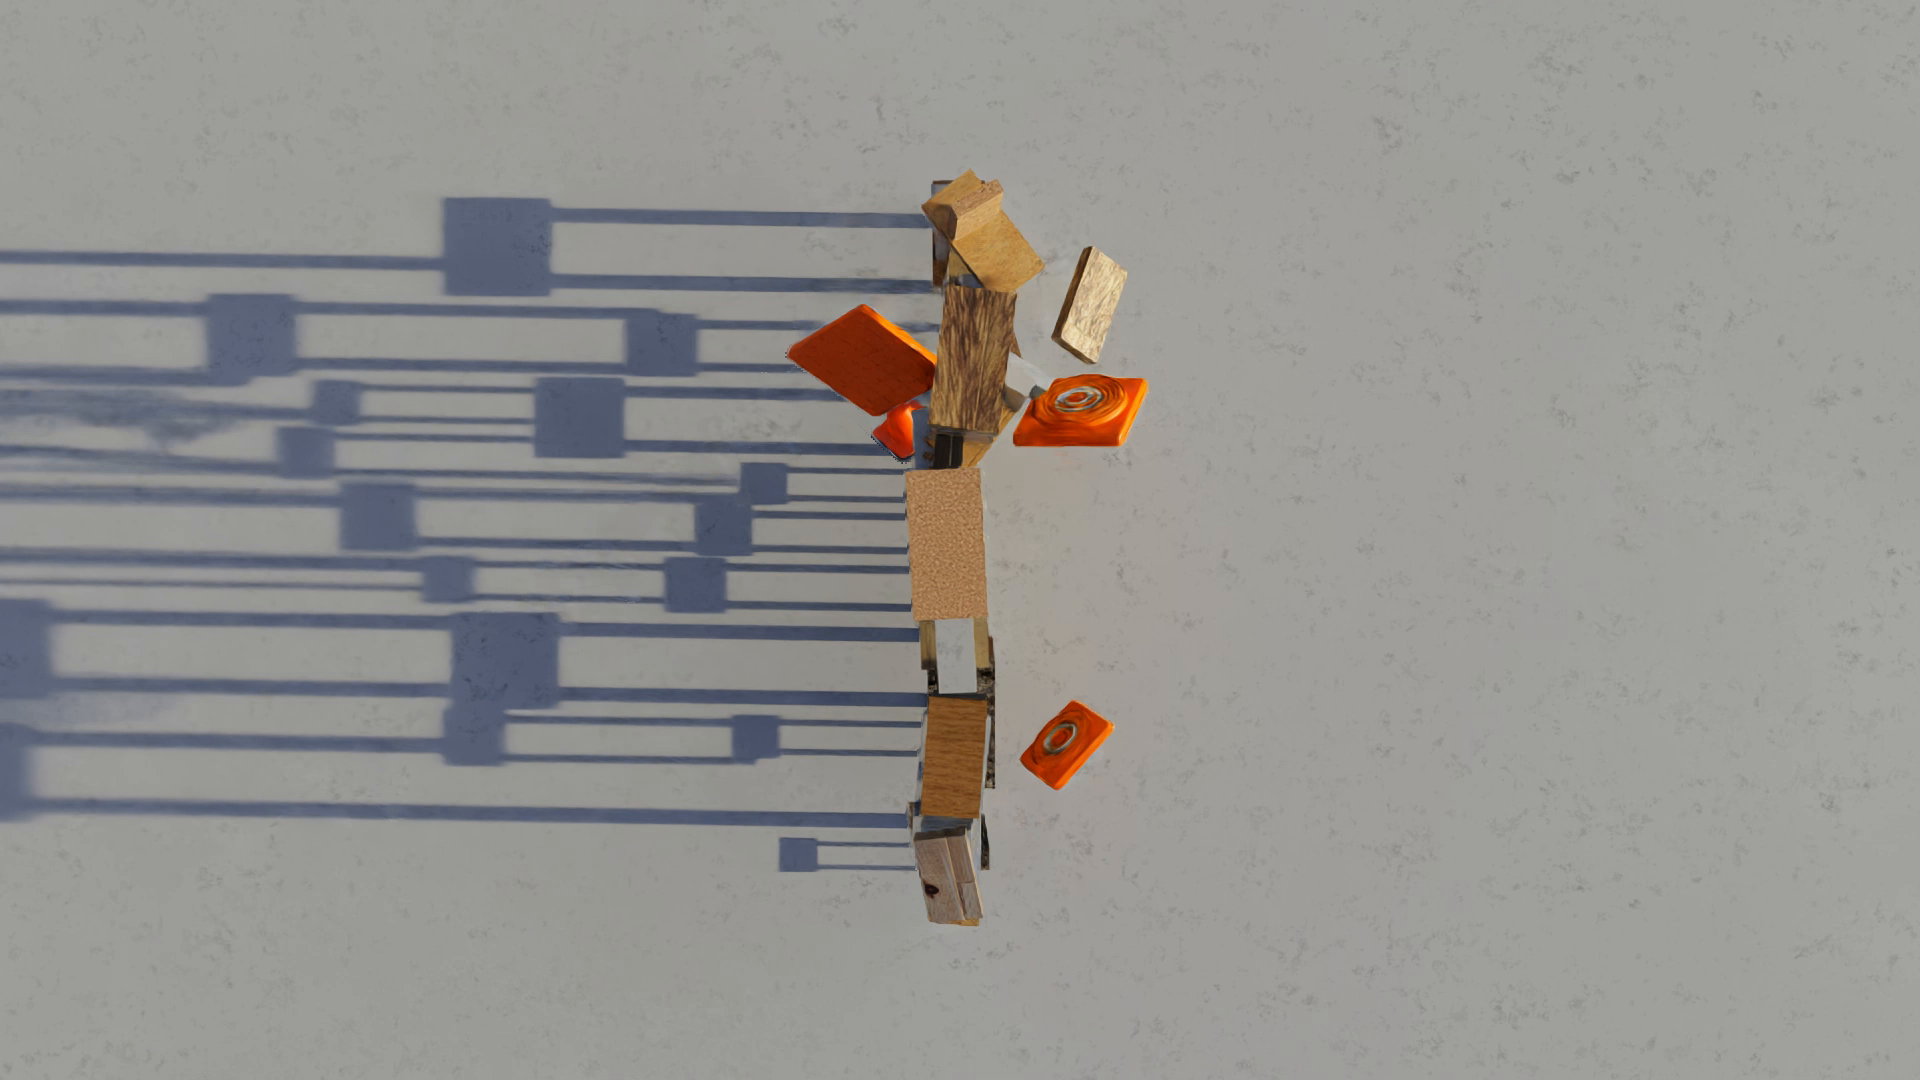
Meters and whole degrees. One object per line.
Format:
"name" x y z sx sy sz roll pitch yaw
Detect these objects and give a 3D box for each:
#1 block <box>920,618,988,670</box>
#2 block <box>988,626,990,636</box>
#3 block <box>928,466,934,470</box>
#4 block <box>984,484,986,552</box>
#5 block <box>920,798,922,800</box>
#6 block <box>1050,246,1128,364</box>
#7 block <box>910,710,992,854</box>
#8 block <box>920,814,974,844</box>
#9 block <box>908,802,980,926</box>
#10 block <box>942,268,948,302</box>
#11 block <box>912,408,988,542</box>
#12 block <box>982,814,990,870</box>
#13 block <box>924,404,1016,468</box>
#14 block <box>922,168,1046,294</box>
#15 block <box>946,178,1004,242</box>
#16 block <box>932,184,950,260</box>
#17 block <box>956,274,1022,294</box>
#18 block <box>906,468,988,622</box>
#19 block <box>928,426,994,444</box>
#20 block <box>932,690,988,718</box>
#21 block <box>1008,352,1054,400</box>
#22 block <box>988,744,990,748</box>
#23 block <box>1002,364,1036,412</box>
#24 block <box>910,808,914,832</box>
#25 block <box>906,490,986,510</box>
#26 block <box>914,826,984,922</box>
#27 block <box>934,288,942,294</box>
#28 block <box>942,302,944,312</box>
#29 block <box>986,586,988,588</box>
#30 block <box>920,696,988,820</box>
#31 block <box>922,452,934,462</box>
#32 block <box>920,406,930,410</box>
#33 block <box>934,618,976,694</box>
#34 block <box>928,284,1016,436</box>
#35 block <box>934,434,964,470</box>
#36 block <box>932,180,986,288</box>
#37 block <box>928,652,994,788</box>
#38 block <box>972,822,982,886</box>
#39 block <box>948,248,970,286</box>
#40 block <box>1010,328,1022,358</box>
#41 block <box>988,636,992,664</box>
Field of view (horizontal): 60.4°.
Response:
"block" -0.017 0.146 3.990 0.162 0.046 0.325 -2 90 1
"block" 0.000 0.418 4.768 0.169 0.048 0.338 0 90 0
"block" -0.043 -0.171 4.192 0.069 0.139 0.020 11 94 1
"block" -0.006 -0.002 4.706 0.155 0.044 0.311 0 90 1
"block" -0.018 0.564 3.832 0.131 0.262 0.037 5 93 1
"block" 0.317 -0.574 4.034 0.128 0.036 0.256 30 72 -34
"block" -0.022 0.585 3.987 0.163 0.046 0.327 6 91 1
"block" -0.029 0.657 3.846 0.117 0.233 0.033 3 96 2
"block" -0.051 0.819 4.236 0.117 0.824 0.033 7 98 -6
"block" 0.044 -0.738 4.763 0.174 0.348 0.049 2 88 -4
"block" -0.026 -0.166 4.286 0.177 0.050 0.354 -4 91 1
"block" 0.000 0.935 5.139 0.168 0.721 0.048 0 89 0
"block" 0.054 -0.329 4.223 0.147 0.042 0.294 37 89 -1
"block" 0.059 -0.772 4.205 0.156 0.044 0.311 -38 90 -4
"block" 0.035 -0.808 4.054 0.128 0.256 0.036 -31 89 -4
"block" 0.004 -0.891 4.678 0.156 0.892 0.044 0 90 0
"block" 0.074 -0.680 4.383 0.156 0.311 0.044 1 98 -4
"block" -0.028 0.009 3.614 0.163 0.046 0.327 -3 90 2
"block" 0.007 -0.294 4.034 0.165 0.329 0.047 6 84 -2
"block" -0.004 0.400 3.968 0.131 0.528 0.037 5 88 0
"block" 0.153 -0.404 4.074 0.128 0.256 0.036 30 88 -4
"block" -0.004 0.499 4.174 0.163 0.327 0.046 0 85 1
"block" 0.094 -0.392 4.039 0.165 0.329 0.047 30 88 -1
"block" -0.031 0.702 4.371 0.163 0.718 0.046 -5 88 1
"block" -0.028 -0.096 3.949 0.163 0.624 0.046 -3 90 2
"block" -0.025 0.763 3.752 0.117 0.033 0.233 -8 116 7
"block" -0.004 -0.842 5.335 0.165 0.329 0.047 0 90 0
"block" 0.021 -0.743 5.115 0.138 0.276 0.039 1 89 -4
"block" -0.020 0.103 3.802 0.163 0.327 0.046 -4 94 1
"block" -0.013 0.485 3.683 0.131 0.037 0.262 4 89 0
"block" -0.057 -0.202 4.191 0.069 0.139 0.020 23 93 0
"block" -0.022 -0.338 4.486 0.177 0.354 0.050 -10 99 1
"block" -0.010 0.262 3.779 0.087 0.025 0.175 -3 90 1
"block" 0.028 -0.420 3.848 0.165 0.047 0.329 8 86 -1
"block" -0.030 -0.191 4.112 0.069 0.020 0.139 4 90 1
"block" -0.004 -0.952 5.147 0.165 0.047 0.329 0 90 0
"block" 0.004 0.477 4.365 0.177 0.050 0.354 0 90 0
"block" -0.021 0.822 4.753 0.168 0.048 0.337 1 89 1
"block" 0.053 -0.629 4.563 0.174 0.049 0.348 2 90 -4
"block" 0.083 -0.496 4.405 0.147 0.294 0.042 -5 123 -4
"block" 0.000 0.280 4.178 0.162 0.325 0.046 0 82 0
